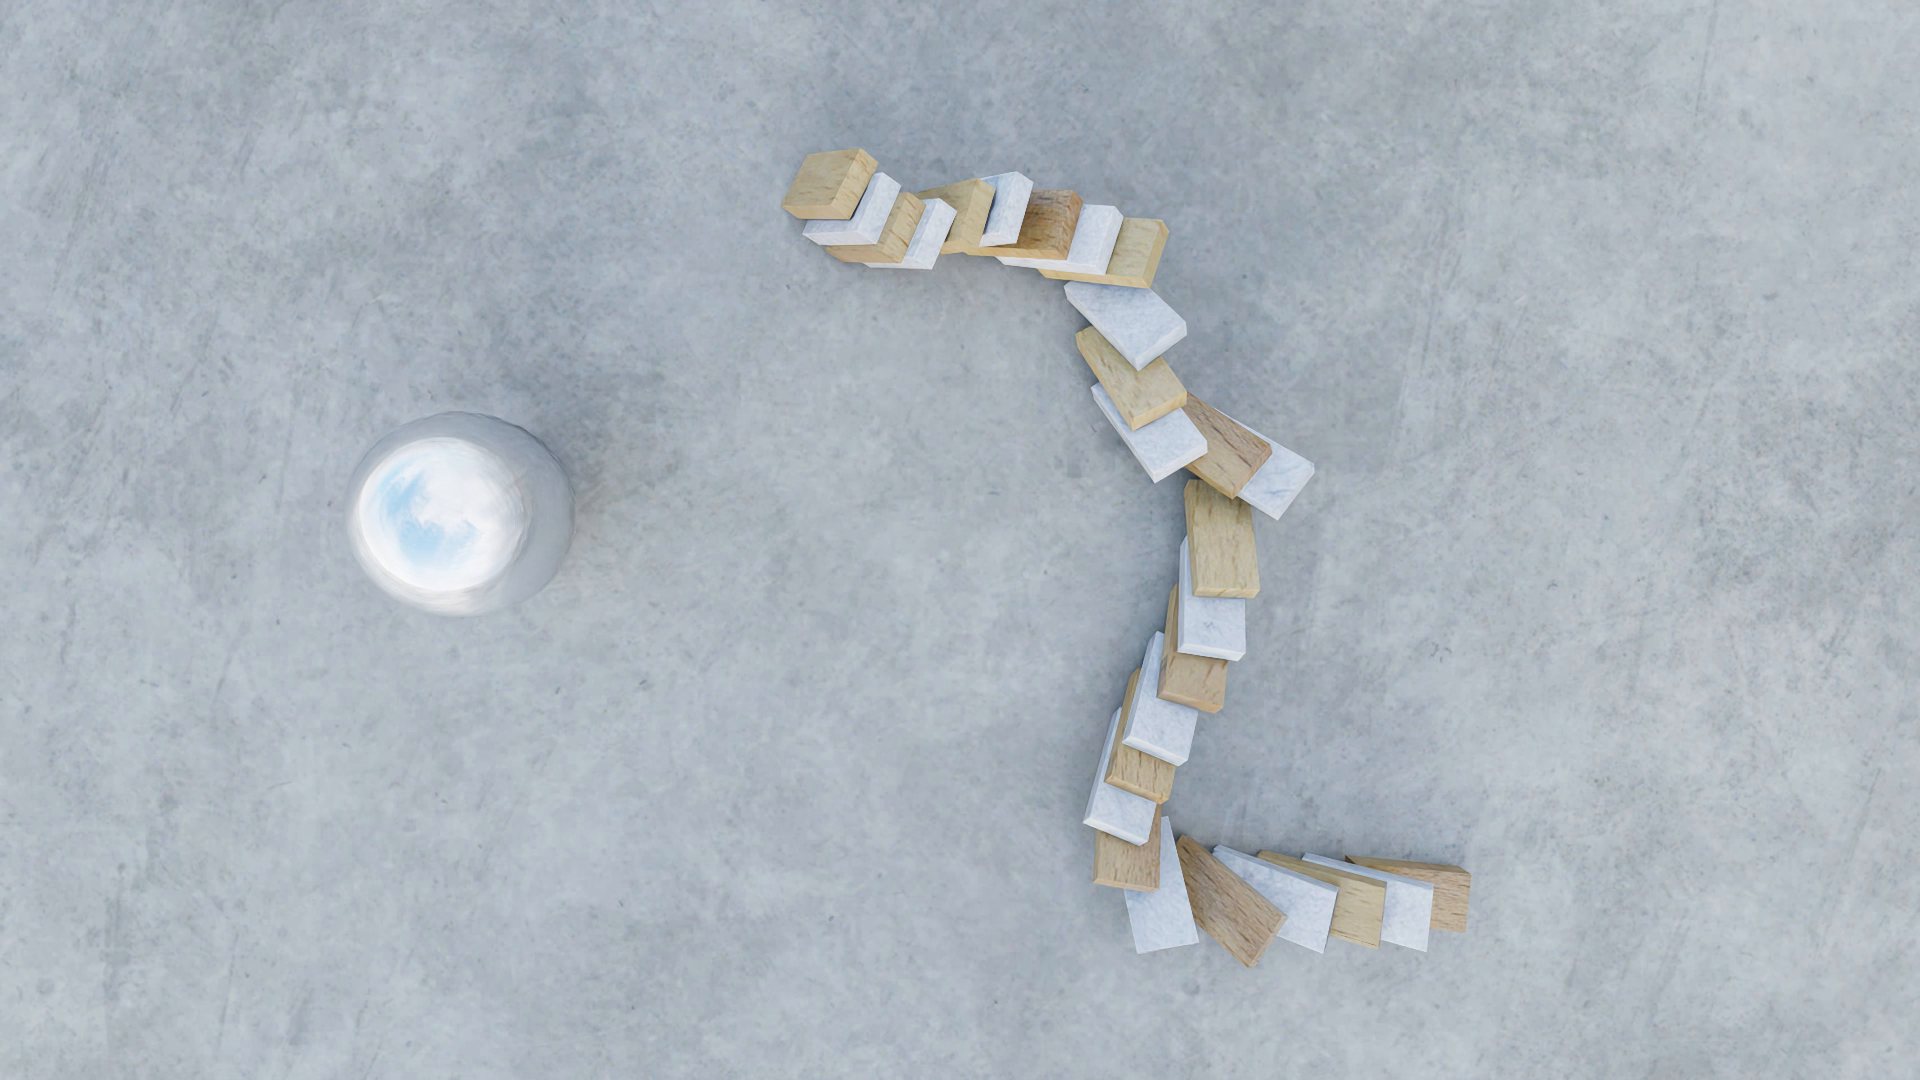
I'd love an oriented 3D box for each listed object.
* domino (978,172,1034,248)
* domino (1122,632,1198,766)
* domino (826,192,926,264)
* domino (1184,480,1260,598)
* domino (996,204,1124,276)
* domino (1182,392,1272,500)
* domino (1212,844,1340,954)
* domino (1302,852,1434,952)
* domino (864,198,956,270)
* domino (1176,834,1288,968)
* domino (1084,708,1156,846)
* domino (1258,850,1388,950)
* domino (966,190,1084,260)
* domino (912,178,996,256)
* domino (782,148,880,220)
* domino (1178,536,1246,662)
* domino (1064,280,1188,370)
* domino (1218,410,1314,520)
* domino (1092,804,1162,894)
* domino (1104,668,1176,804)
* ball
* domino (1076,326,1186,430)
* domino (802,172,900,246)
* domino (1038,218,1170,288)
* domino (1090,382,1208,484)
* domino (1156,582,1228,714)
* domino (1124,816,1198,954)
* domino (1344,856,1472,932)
[{"bbox_3d":[0.007,-0.135,0.378,0.009,0.050,0.025,16,90,-40],"label":"domino"},{"bbox_3d":[0.087,0.066,0.383,0.025,0.009,0.050,23,58,1],"label":"domino"},{"bbox_3d":[-0.036,-0.128,0.377,0.009,0.050,0.025,23,90,-38],"label":"domino"},{"bbox_3d":[0.109,-0.001,0.385,0.025,0.009,0.050,2,64,0],"label":"domino"},{"bbox_3d":[0.040,-0.126,0.382,0.050,0.009,0.025,18,90,34],"label":"domino"},{"bbox_3d":[0.102,-0.042,0.383,0.050,0.010,0.025,41,91,30],"label":"domino"},{"bbox_3d":[0.129,0.149,0.383,0.050,0.009,0.025,12,90,30],"label":"domino"},{"bbox_3d":[0.169,0.151,0.384,0.050,0.010,0.025,6,90,29],"label":"domino"},{"bbox_3d":[-0.023,-0.126,0.377,0.010,0.050,0.025,23,90,-38],"label":"domino"},{"bbox_3d":[0.107,0.149,0.380,0.050,0.010,0.025,35,92,39],"label":"domino"},{"bbox_3d":[0.071,0.098,0.383,0.025,0.010,0.050,22,58,1],"label":"domino"},{"bbox_3d":[0.150,0.150,0.383,0.050,0.009,0.025,7,90,30],"label":"domino"},{"bbox_3d":[0.024,-0.132,0.382,0.050,0.010,0.025,15,89,34],"label":"domino"},{"bbox_3d":[-0.008,-0.131,0.377,0.009,0.050,0.025,16,90,-38],"label":"domino"},{"bbox_3d":[-0.055,-0.146,0.377,0.009,0.050,0.025,27,90,-38],"label":"domino"},{"bbox_3d":[0.105,0.024,0.384,0.025,0.010,0.050,9,62,0],"label":"domino"},{"bbox_3d":[0.069,-0.096,0.384,0.025,0.010,0.050,-37,63,0],"label":"domino"},{"bbox_3d":[0.119,-0.033,0.383,0.050,0.010,0.025,38,89,30],"label":"domino"},{"bbox_3d":[0.070,0.119,0.383,0.025,0.009,0.050,10,58,0],"label":"domino"},{"bbox_3d":[0.079,0.081,0.383,0.025,0.009,0.050,22,58,0],"label":"domino"},{"bbox_3d":[-0.194,-0.010,0.360,0.080,0.080,0.080,0,90,0],"label":"ball"},{"bbox_3d":[0.071,-0.072,0.384,0.025,0.010,0.050,-26,62,0],"label":"domino"},{"bbox_3d":[-0.045,-0.136,0.377,0.009,0.050,0.025,23,90,-38],"label":"domino"},{"bbox_3d":[0.059,-0.121,0.382,0.050,0.010,0.025,17,87,33],"label":"domino"},{"bbox_3d":[0.079,-0.051,0.384,0.025,0.009,0.050,-31,62,2],"label":"domino"},{"bbox_3d":[0.099,0.045,0.384,0.025,0.009,0.050,15,61,0],"label":"domino"},{"bbox_3d":[0.081,0.144,0.383,0.025,0.009,0.050,-12,61,6],"label":"domino"},{"bbox_3d":[0.192,0.152,0.395,0.050,0.009,0.025,6,90,0],"label":"domino"}]
